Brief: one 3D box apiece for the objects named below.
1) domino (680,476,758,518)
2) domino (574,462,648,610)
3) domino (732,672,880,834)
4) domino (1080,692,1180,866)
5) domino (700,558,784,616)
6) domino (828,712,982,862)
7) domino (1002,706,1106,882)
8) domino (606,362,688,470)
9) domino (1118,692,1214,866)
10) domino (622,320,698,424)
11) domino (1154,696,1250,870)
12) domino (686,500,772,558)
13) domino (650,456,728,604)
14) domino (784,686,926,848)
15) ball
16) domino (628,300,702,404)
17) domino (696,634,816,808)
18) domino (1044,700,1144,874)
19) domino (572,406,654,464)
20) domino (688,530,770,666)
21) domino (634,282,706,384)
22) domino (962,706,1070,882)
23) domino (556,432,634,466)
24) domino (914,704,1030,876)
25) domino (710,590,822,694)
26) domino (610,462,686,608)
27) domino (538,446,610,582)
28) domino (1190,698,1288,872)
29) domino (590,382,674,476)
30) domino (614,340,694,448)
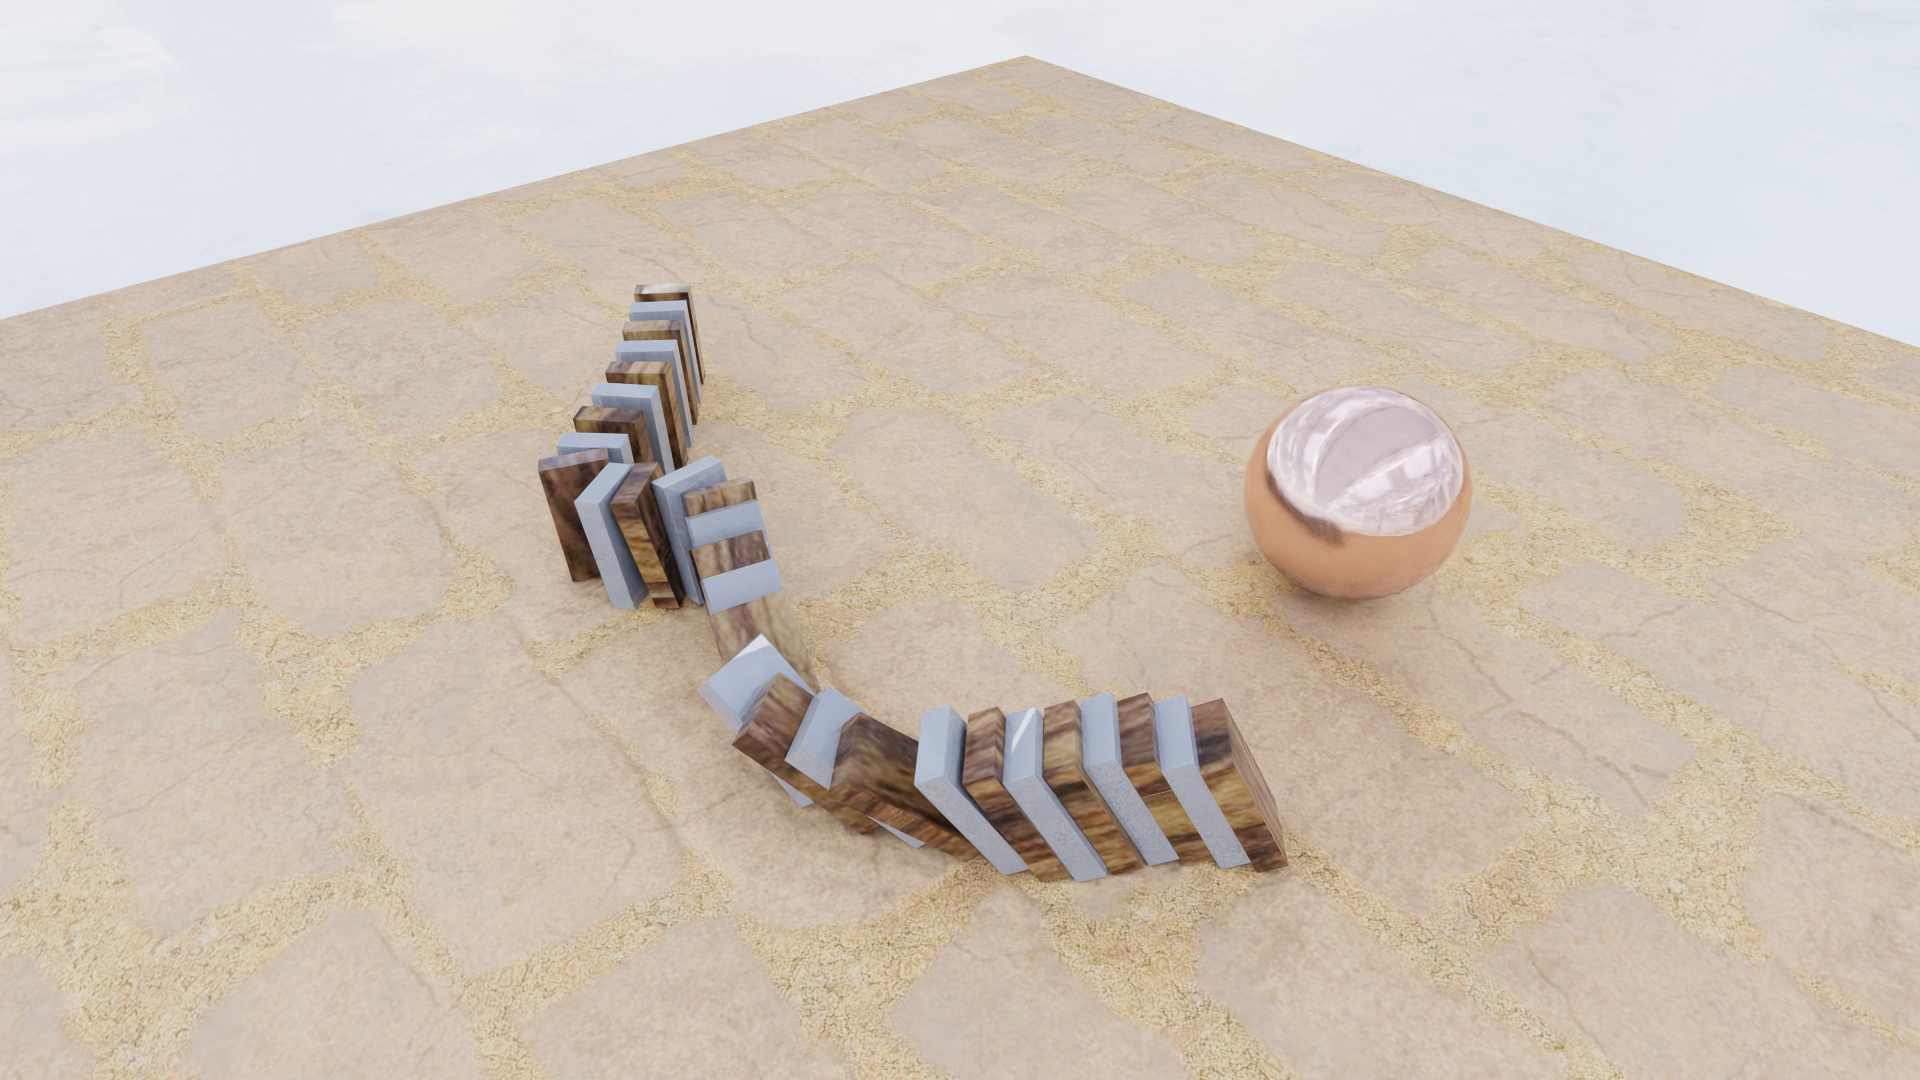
[{"bbox_3d":[-0.084,0.004,0.407,0.025,0.050,0.010,-17,21,-20],"label":"domino"},{"bbox_3d":[-0.127,-0.001,0.412,0.009,0.050,0.025,6,39,15],"label":"domino"},{"bbox_3d":[-0.043,0.066,0.340,0.050,0.009,0.025,38,42,-14],"label":"domino"},{"bbox_3d":[0.050,0.071,0.326,0.010,0.050,0.025,-20,35,19],"label":"domino"},{"bbox_3d":[-0.069,0.034,0.375,0.025,0.050,0.009,-17,0,-20],"label":"domino"},{"bbox_3d":[-0.014,0.074,0.329,0.050,0.010,0.025,31,40,-22],"label":"domino"},{"bbox_3d":[0.028,0.075,0.321,0.009,0.050,0.025,-20,35,20],"label":"domino"},{"bbox_3d":[-0.135,-0.053,0.476,0.025,0.050,0.009,1,39,1],"label":"domino"},{"bbox_3d":[0.061,0.071,0.325,0.009,0.050,0.025,-20,35,19],"label":"domino"},{"bbox_3d":[-0.137,-0.076,0.504,0.025,0.050,0.009,-3,39,-4],"label":"domino"},{"bbox_3d":[0.072,0.072,0.325,0.009,0.050,0.025,-20,35,19],"label":"domino"},{"bbox_3d":[-0.080,0.013,0.397,0.025,0.050,0.009,-17,14,-20],"label":"domino"},{"bbox_3d":[-0.097,-0.004,0.415,0.025,0.050,0.009,-31,36,-33],"label":"domino"},{"bbox_3d":[-0.027,0.069,0.336,0.050,0.010,0.025,38,39,-15],"label":"domino"},{"bbox_3d":[0.147,-0.017,0.409,0.080,0.080,0.080,0,39,0],"label":"ball"},{"bbox_3d":[-0.138,-0.087,0.518,0.025,0.050,0.010,-3,39,-4],"label":"domino"},{"bbox_3d":[-0.057,0.057,0.350,0.050,0.010,0.025,50,51,-5],"label":"domino"},{"bbox_3d":[0.039,0.073,0.323,0.010,0.050,0.025,-20,35,20],"label":"domino"},{"bbox_3d":[-0.138,-0.030,0.448,0.025,0.050,0.009,4,40,5],"label":"domino"},{"bbox_3d":[-0.075,0.024,0.386,0.025,0.050,0.009,-17,5,-20],"label":"domino"},{"bbox_3d":[-0.140,-0.099,0.532,0.025,0.050,0.009,-3,39,-3],"label":"domino"},{"bbox_3d":[0.017,0.075,0.321,0.009,0.050,0.025,-20,35,20],"label":"domino"},{"bbox_3d":[-0.140,-0.019,0.434,0.025,0.050,0.010,2,39,2],"label":"domino"},{"bbox_3d":[0.005,0.074,0.322,0.010,0.050,0.025,-22,36,23],"label":"domino"},{"bbox_3d":[-0.062,0.044,0.364,0.025,0.010,0.050,-19,87,-22],"label":"domino"},{"bbox_3d":[-0.113,-0.001,0.413,0.010,0.050,0.025,-3,38,12],"label":"domino"},{"bbox_3d":[-0.142,-0.009,0.422,0.025,0.050,0.010,-12,35,-12],"label":"domino"},{"bbox_3d":[0.082,0.073,0.324,0.010,0.050,0.025,-20,35,19],"label":"domino"},{"bbox_3d":[-0.136,-0.041,0.462,0.025,0.050,0.009,4,39,5],"label":"domino"},{"bbox_3d":[-0.135,-0.064,0.490,0.025,0.050,0.010,-2,39,-2],"label":"domino"}]
